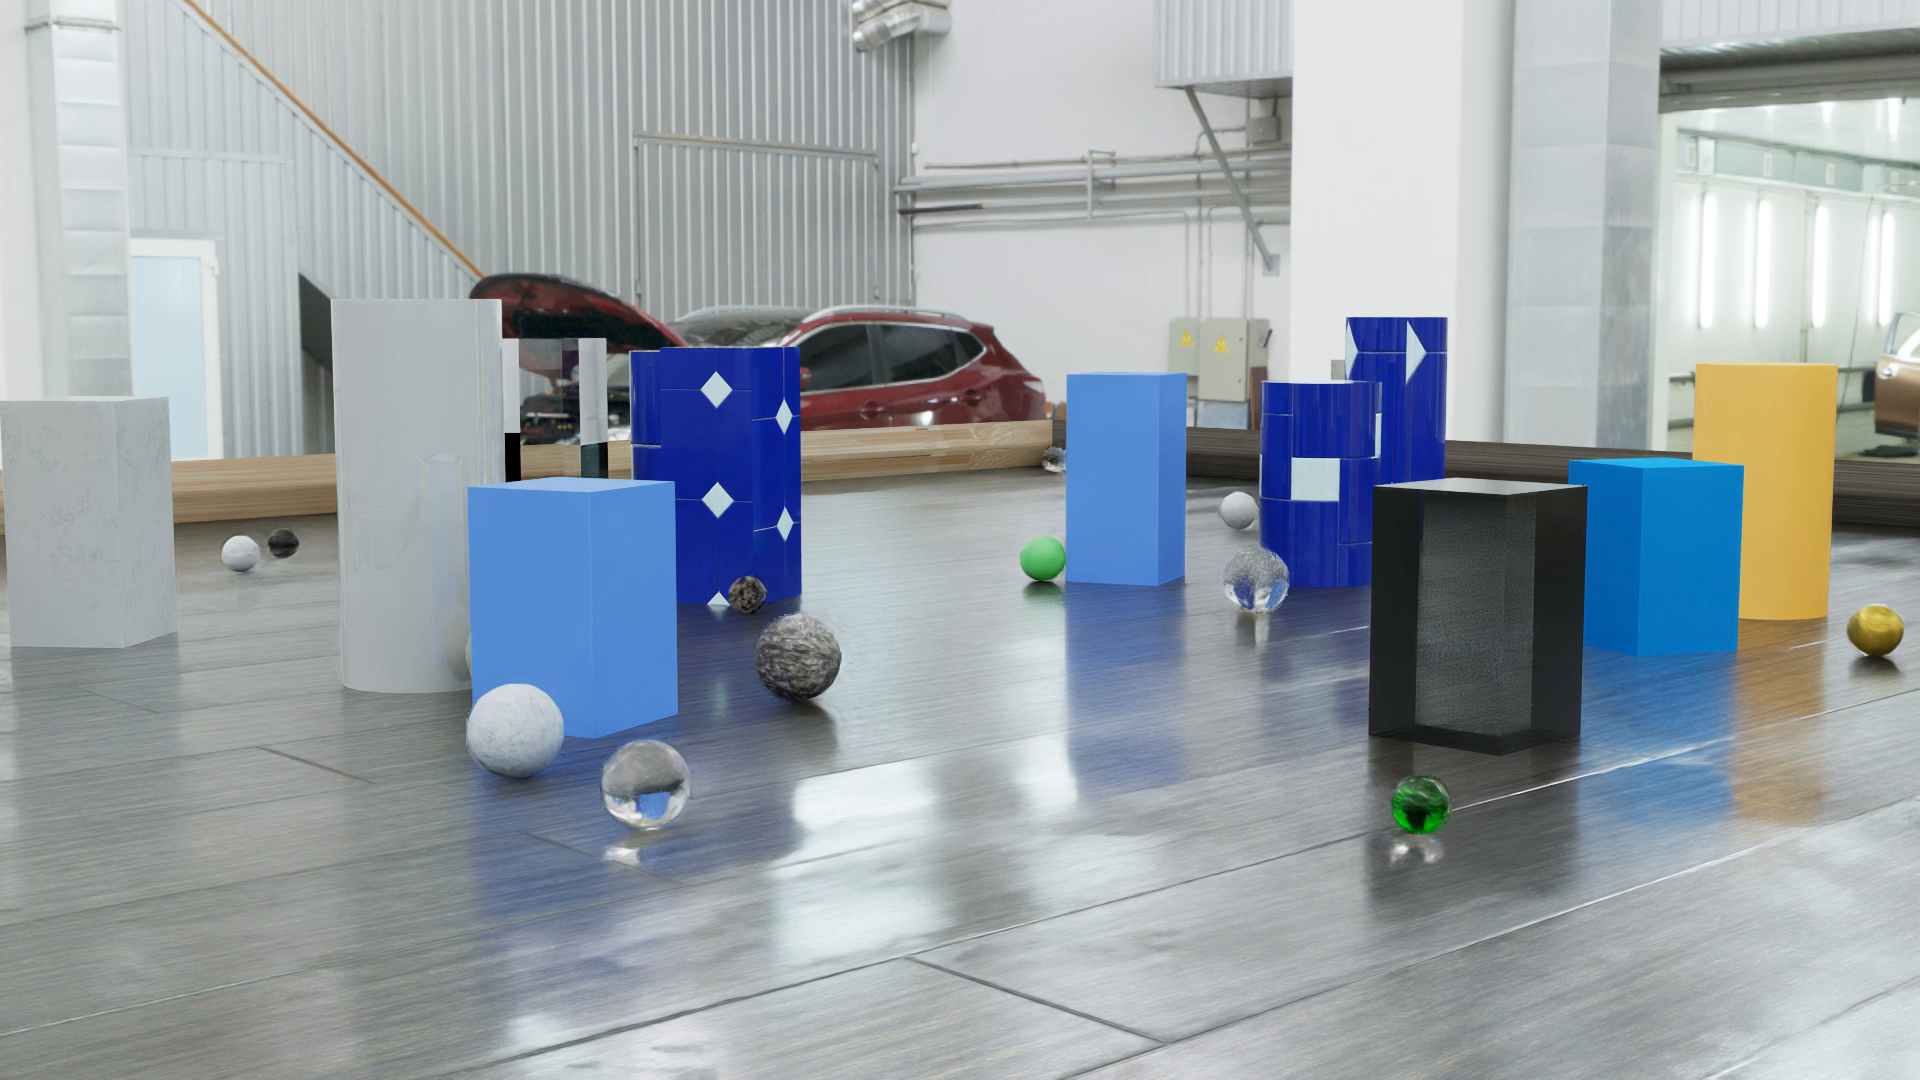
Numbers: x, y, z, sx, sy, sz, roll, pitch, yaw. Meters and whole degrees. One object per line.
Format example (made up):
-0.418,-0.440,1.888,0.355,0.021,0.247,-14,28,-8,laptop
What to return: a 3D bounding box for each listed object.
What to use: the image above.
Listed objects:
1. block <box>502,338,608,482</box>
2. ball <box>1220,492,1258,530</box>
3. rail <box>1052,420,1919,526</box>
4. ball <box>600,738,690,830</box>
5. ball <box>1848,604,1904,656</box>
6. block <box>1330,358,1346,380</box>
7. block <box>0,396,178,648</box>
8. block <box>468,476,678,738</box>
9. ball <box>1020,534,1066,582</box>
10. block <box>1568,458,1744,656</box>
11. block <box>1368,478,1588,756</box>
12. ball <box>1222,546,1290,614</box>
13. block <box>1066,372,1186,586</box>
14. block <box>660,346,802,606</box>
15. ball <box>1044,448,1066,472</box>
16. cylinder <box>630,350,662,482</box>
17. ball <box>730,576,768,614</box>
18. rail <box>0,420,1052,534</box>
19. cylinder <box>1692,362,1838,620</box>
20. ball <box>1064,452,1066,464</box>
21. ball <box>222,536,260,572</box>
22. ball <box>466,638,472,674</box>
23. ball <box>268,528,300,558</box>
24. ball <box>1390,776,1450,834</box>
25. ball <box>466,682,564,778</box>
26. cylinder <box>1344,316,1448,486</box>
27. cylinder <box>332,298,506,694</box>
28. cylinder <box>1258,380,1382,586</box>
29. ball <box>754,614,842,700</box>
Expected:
-0.801,-0.200,4.313,0.158,0.390,0.158,3,6,23,block
0.567,-0.059,4.474,0.077,0.077,0.077,0,6,0,ball
1.650,-0.125,4.846,0.045,0.128,4.130,-5,8,-42,rail
-0.271,0.210,1.895,0.077,0.077,0.077,0,6,0,ball
1.183,0.116,2.842,0.067,0.067,0.067,0,6,0,ball
0.876,-0.210,4.639,0.158,0.342,0.158,3,6,23,block
-1.177,-0.028,2.978,0.158,0.327,0.158,1,6,5,block
-0.418,0.068,2.385,0.158,0.258,0.158,3,7,26,block
0.136,0.030,3.627,0.076,0.076,0.076,0,6,0,ball
0.920,0.019,2.924,0.158,0.244,0.158,-2,6,-20,block
0.541,0.074,2.300,0.158,0.263,0.158,6,8,45,block
0.437,0.059,3.243,0.098,0.098,0.098,0,6,0,ball
0.277,-0.106,3.650,0.158,0.341,0.158,2,6,22,block
-0.353,-0.103,3.400,0.158,0.388,0.158,3,6,23,block
0.265,-0.221,6.062,0.069,0.069,0.069,0,6,0,ball
-0.547,-0.188,4.319,0.197,0.366,0.197,0,6,0,cylinder
-0.312,0.080,3.241,0.055,0.055,0.055,0,6,0,ball
-1.384,-0.122,4.824,4.538,0.128,0.045,-5,8,-42,rail
1.186,-0.077,3.255,0.197,0.366,0.197,0,6,0,cylinder
0.324,-0.234,6.203,0.065,0.065,0.065,0,6,0,ball
-1.227,0.023,3.754,0.063,0.063,0.063,0,6,0,ball
-0.528,0.132,2.559,0.094,0.094,0.094,0,6,0,ball
-1.218,0.006,3.958,0.055,0.055,0.055,0,6,0,ball
0.393,0.226,1.877,0.050,0.050,0.050,0,6,0,ball
-0.424,0.182,2.097,0.091,0.091,0.091,0,6,0,ball
0.855,-0.222,4.328,0.197,0.432,0.197,0,6,0,cylinder
-0.646,-0.059,2.640,0.197,0.457,0.197,0,6,0,cylinder
0.594,-0.098,3.635,0.197,0.328,0.197,0,6,0,cylinder
-0.185,0.134,2.515,0.099,0.099,0.099,0,6,0,ball
